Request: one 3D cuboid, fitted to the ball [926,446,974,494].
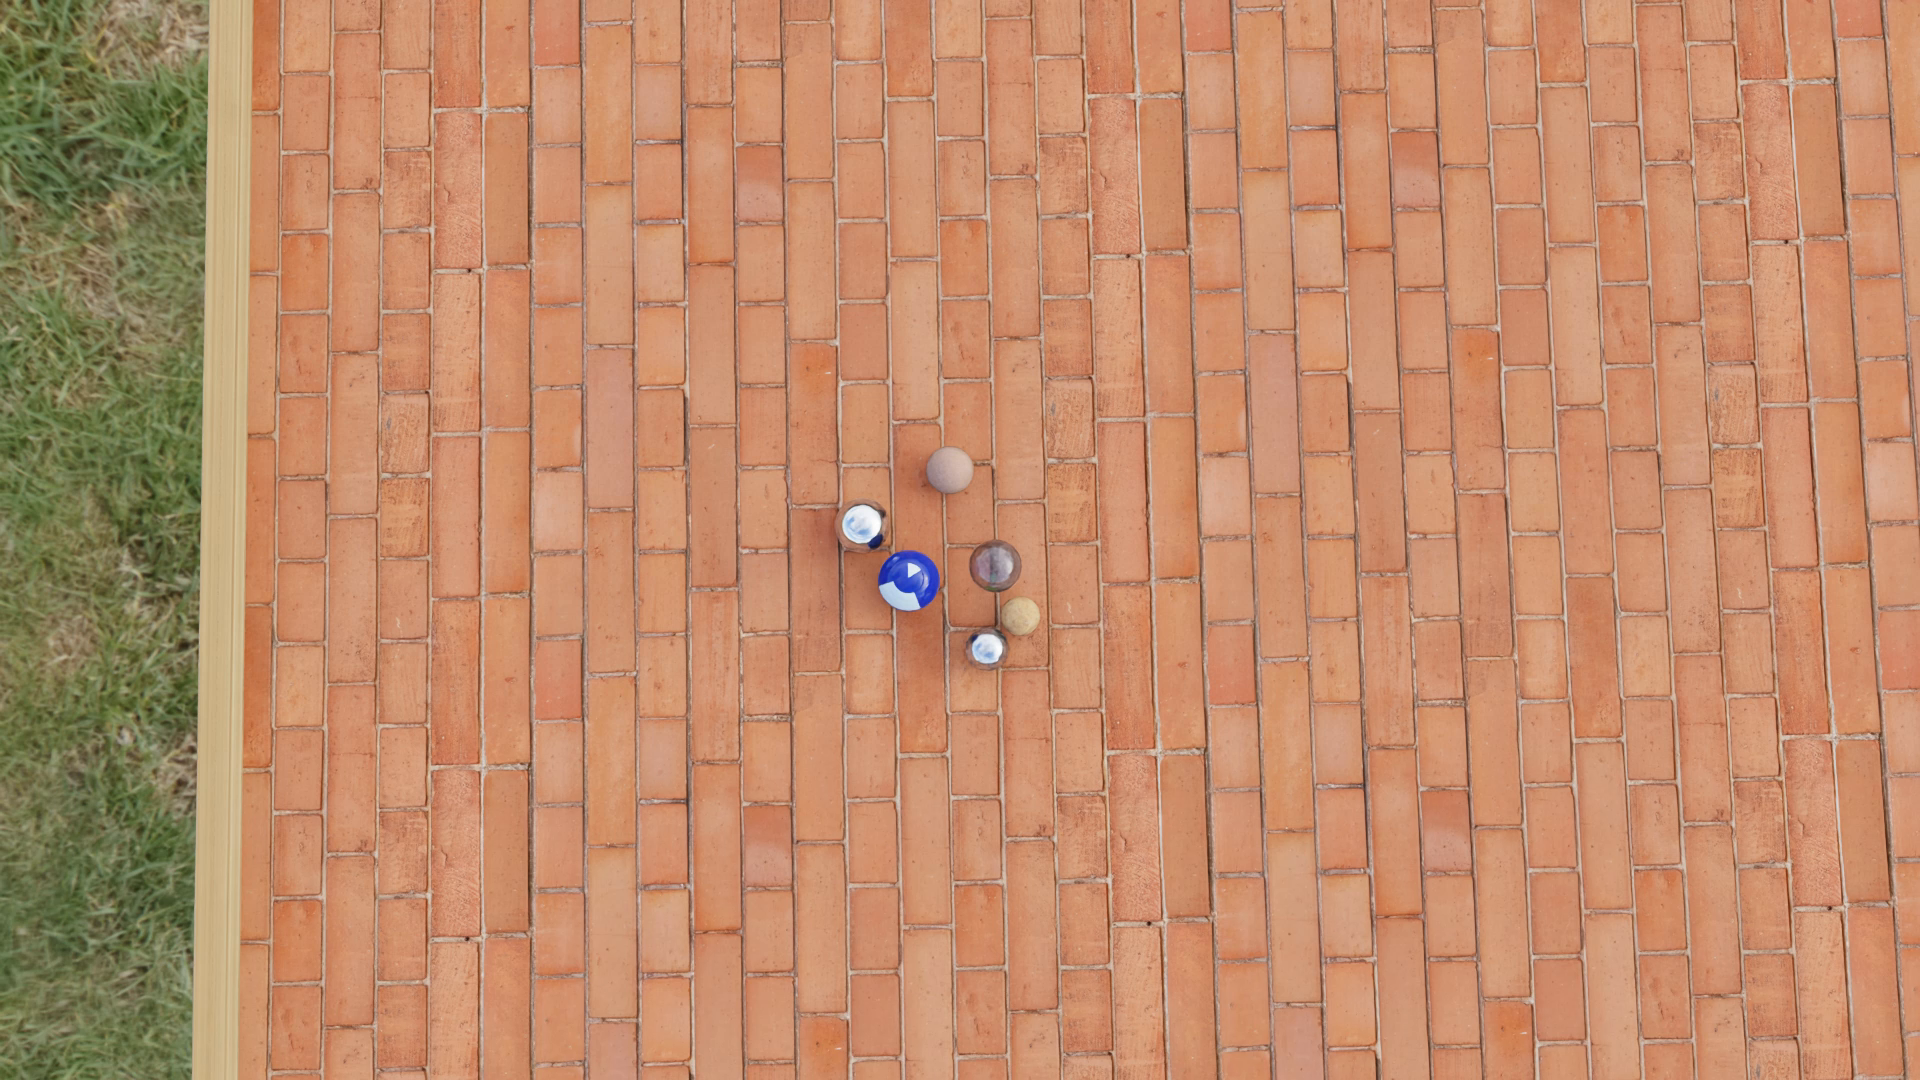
[{"bbox_3d":[-0.015,-0.104,3.265,0.072,0.072,0.072,0,84,0],"label":"ball"}]

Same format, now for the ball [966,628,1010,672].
[{"bbox_3d":[0.040,0.161,3.239,0.065,0.065,0.065,0,84,0],"label":"ball"}]

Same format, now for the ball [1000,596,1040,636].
[{"bbox_3d":[0.089,0.112,3.247,0.059,0.059,0.059,0,84,0],"label":"ball"}]

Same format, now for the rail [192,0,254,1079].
[{"bbox_3d":[-1.071,0.021,3.226,0.045,0.119,2.506,-1,84,0],"label":"rail"}]

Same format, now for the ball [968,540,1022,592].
[{"bbox_3d":[0.052,0.038,3.245,0.079,0.079,0.079,0,84,0],"label":"ball"}]

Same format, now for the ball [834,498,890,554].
[{"bbox_3d":[-0.144,-0.022,3.250,0.083,0.083,0.083,0,84,0],"label":"ball"}]

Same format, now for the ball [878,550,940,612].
[{"bbox_3d":[-0.075,0.060,3.236,0.092,0.092,0.092,0,84,0],"label":"ball"}]
